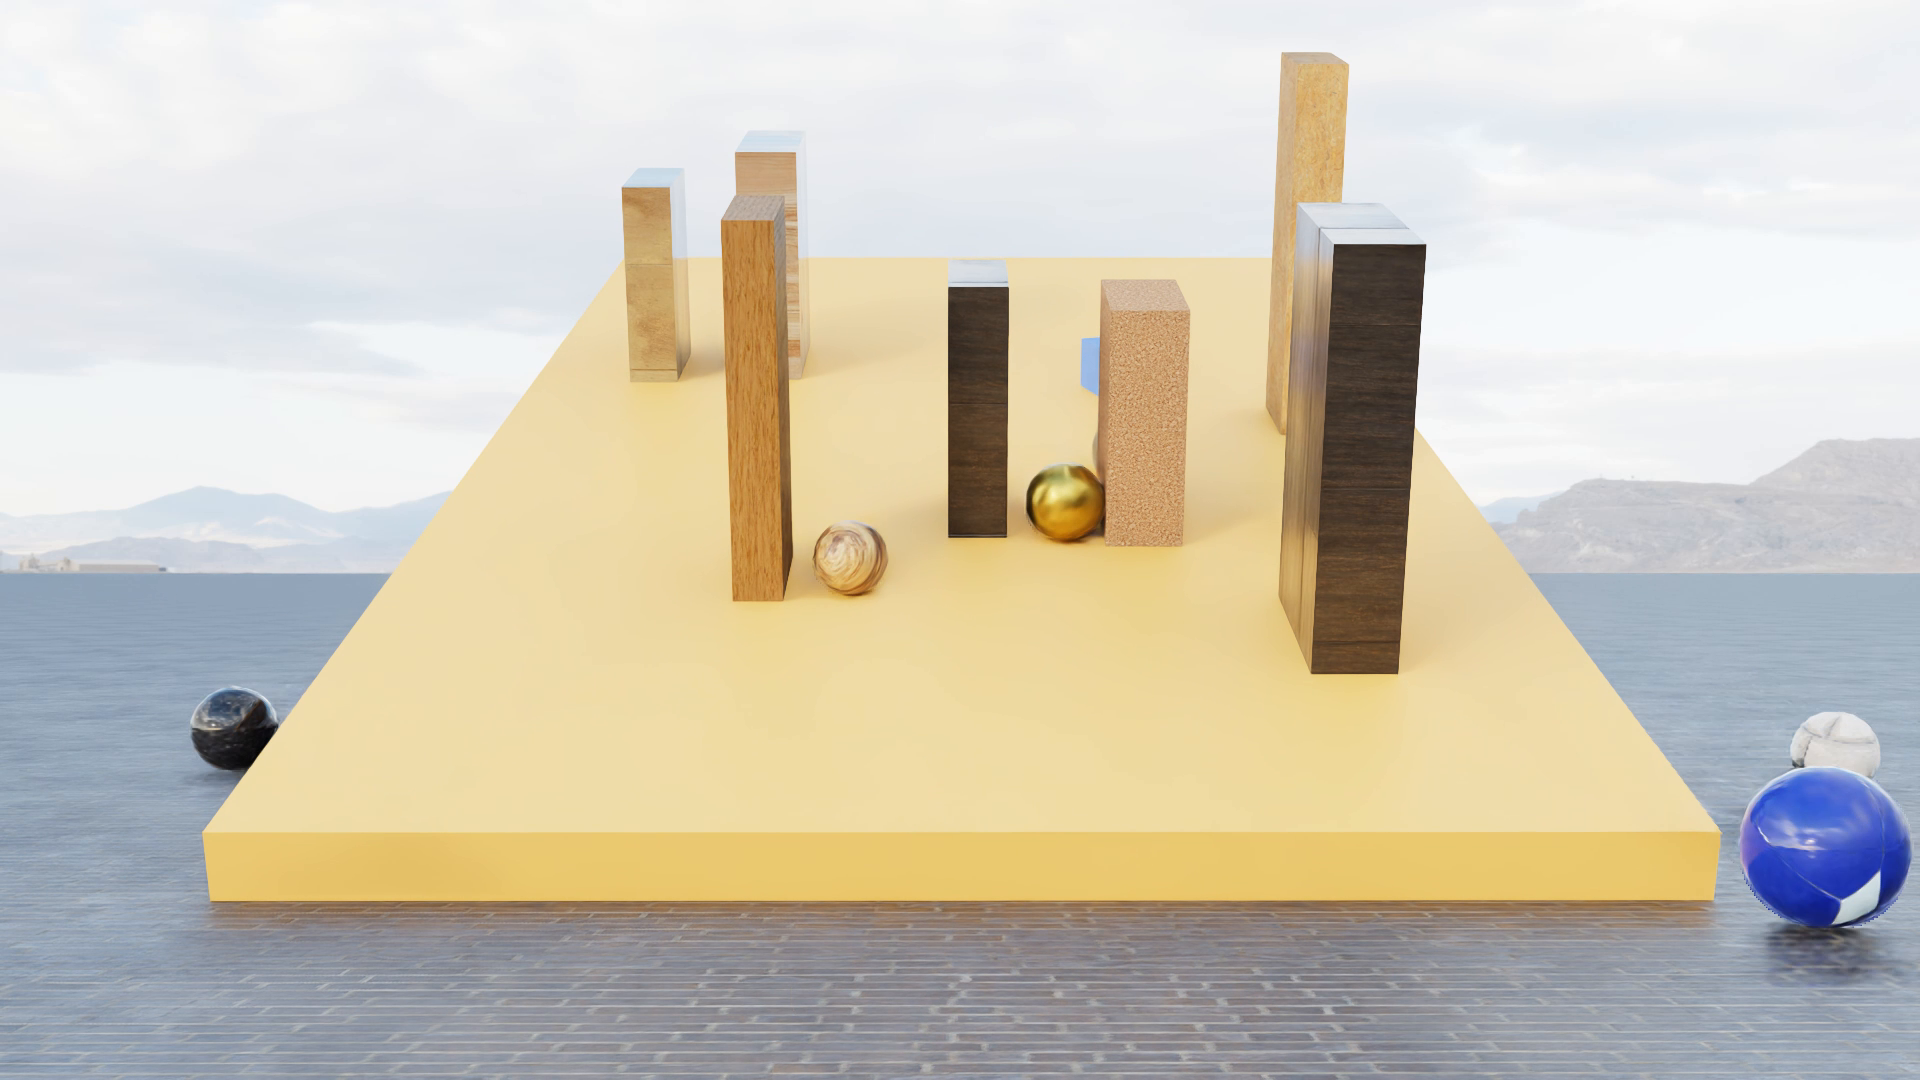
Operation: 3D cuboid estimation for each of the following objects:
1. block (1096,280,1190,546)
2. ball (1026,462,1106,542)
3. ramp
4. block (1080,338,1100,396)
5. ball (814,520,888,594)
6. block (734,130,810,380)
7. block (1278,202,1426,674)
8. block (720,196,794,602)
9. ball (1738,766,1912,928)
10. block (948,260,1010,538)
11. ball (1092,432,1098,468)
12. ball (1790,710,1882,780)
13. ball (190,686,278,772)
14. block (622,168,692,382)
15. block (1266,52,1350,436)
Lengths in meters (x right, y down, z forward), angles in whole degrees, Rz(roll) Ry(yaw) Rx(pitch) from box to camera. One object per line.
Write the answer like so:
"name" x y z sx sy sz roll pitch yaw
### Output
"block" 0.337 -0.240 4.158 0.141 0.439 0.281 0 18 0
"ball" 0.193 -0.071 4.111 0.146 0.146 0.146 0 -1 0
"ramp" -0.004 -0.187 4.862 2.000 0.100 4.000 0 18 0
"block" 0.354 -0.405 5.191 0.112 0.112 0.112 -6 19 -18
"ball" -0.187 0.030 3.829 0.128 0.128 0.128 0 -1 0
"block" -0.447 -0.691 5.382 0.141 0.536 0.366 0 18 0
"block" 0.615 -0.169 3.556 0.136 0.676 0.365 0 18 0
"block" -0.344 -0.243 3.822 0.086 0.651 0.248 0 18 0
"ball" 1.065 0.378 2.757 0.199 0.199 0.199 0 -1 0
"block" 0.032 -0.268 4.188 0.109 0.471 0.255 0 18 0
"ball" 0.337 -0.174 4.410 0.157 0.157 0.157 0 -1 0
"ball" 1.701 0.414 4.346 0.164 0.164 0.164 0 -1 0
"ball" -1.580 0.411 4.869 0.184 0.184 0.184 0 -1 0
"block" -0.721 -0.635 5.333 0.111 0.460 0.293 0 18 0
"block" 0.744 -0.638 4.821 0.105 0.787 0.246 0 18 0
